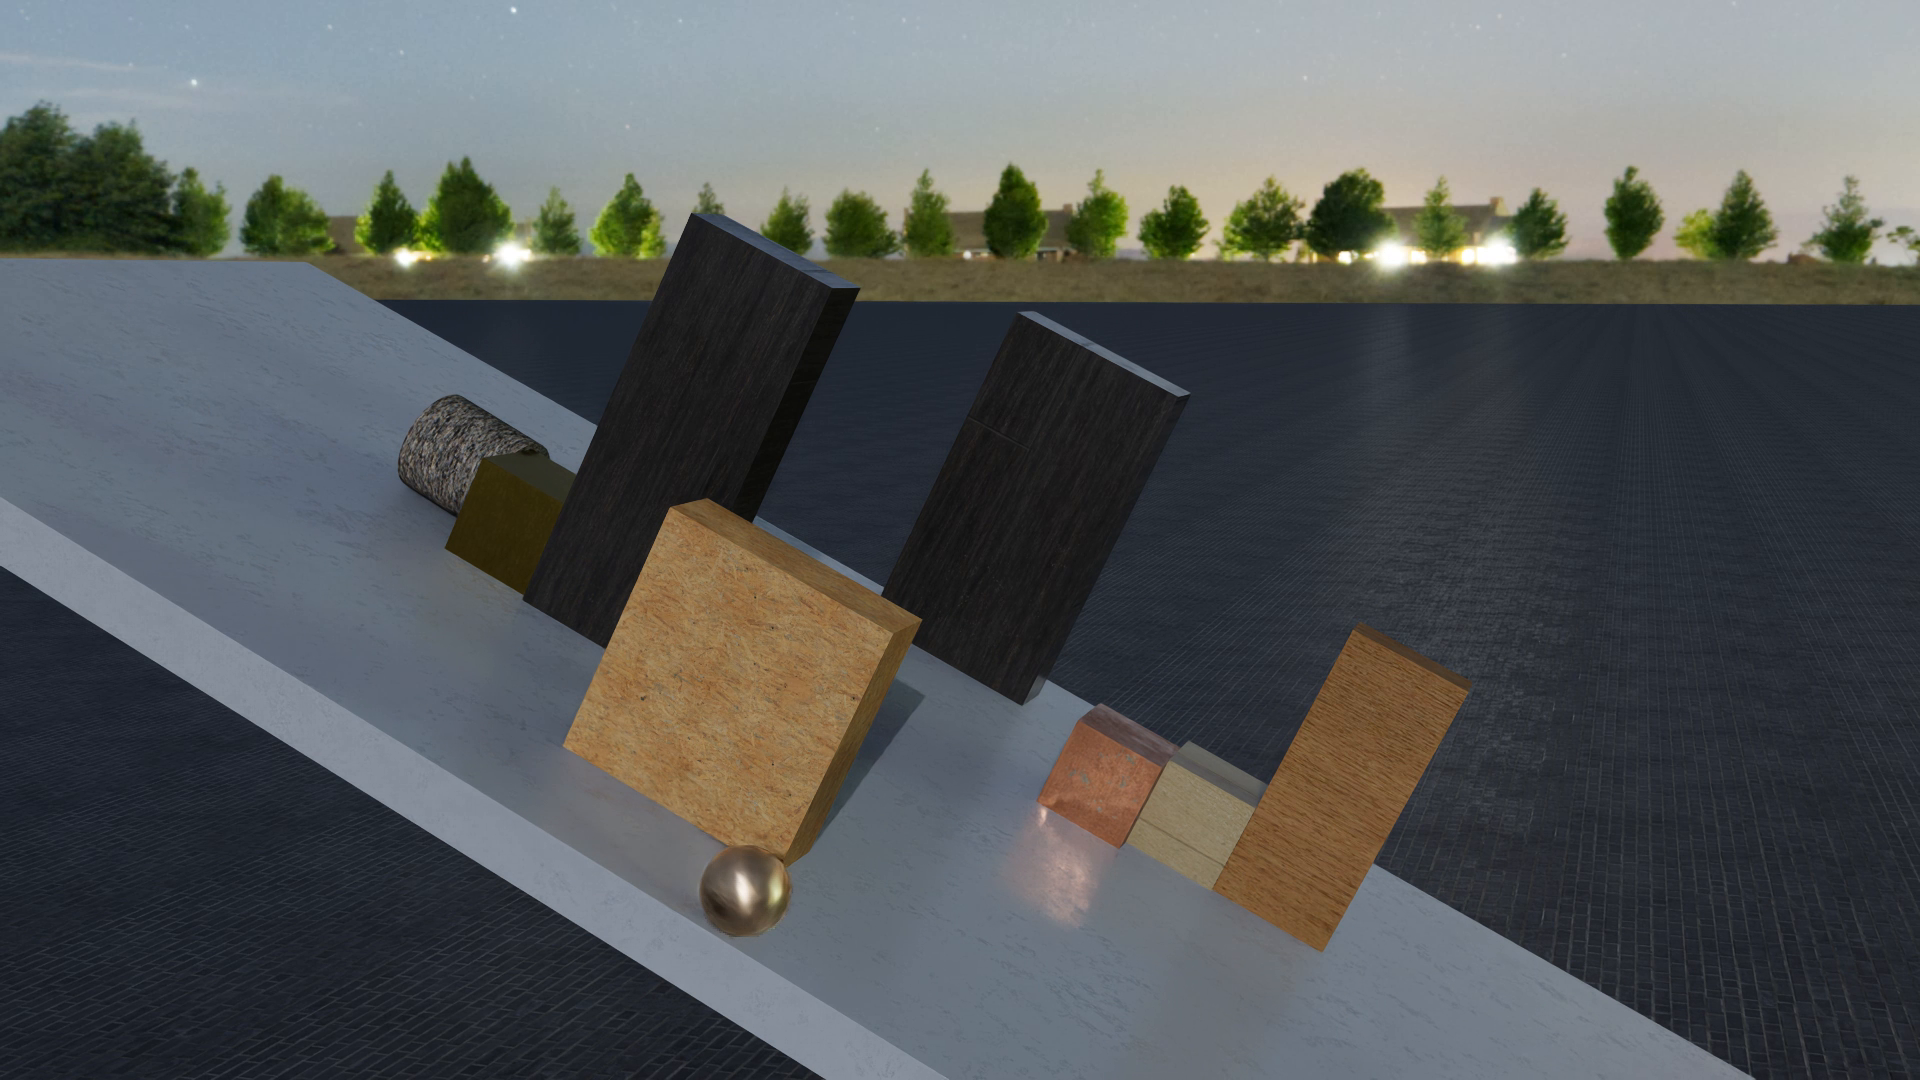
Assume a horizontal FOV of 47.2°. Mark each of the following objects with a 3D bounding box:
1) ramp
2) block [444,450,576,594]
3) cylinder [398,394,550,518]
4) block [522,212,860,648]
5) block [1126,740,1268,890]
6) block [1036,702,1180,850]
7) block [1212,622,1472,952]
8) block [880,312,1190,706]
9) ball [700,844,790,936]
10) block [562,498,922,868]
[{"bbox_3d":[-0.243,0.408,4.159,4.000,0.100,2.000,29,14,12],"label":"ramp"},{"bbox_3d":[-0.810,-0.034,4.148,0.192,0.192,0.192,29,14,12],"label":"block"},{"bbox_3d":[-0.946,-0.145,4.287,0.206,0.206,0.206,30,17,17],"label":"cylinder"},{"bbox_3d":[-0.491,-0.170,3.981,0.294,0.782,0.144,29,14,12],"label":"block"},{"bbox_3d":[0.473,0.541,4.343,0.189,0.189,0.189,29,14,12],"label":"block"},{"bbox_3d":[0.294,0.461,4.326,0.185,0.185,0.185,29,14,12],"label":"block"},{"bbox_3d":[0.732,0.474,4.223,0.240,0.584,0.105,29,14,12],"label":"block"},{"bbox_3d":[0.149,-0.070,4.813,0.394,0.759,0.140,29,14,12],"label":"block"},{"bbox_3d":[-0.311,0.507,3.182,0.131,0.131,0.131,0,7,0],"label":"ball"},{"bbox_3d":[-0.348,0.228,3.499,0.409,0.437,0.144,29,14,12],"label":"block"}]
